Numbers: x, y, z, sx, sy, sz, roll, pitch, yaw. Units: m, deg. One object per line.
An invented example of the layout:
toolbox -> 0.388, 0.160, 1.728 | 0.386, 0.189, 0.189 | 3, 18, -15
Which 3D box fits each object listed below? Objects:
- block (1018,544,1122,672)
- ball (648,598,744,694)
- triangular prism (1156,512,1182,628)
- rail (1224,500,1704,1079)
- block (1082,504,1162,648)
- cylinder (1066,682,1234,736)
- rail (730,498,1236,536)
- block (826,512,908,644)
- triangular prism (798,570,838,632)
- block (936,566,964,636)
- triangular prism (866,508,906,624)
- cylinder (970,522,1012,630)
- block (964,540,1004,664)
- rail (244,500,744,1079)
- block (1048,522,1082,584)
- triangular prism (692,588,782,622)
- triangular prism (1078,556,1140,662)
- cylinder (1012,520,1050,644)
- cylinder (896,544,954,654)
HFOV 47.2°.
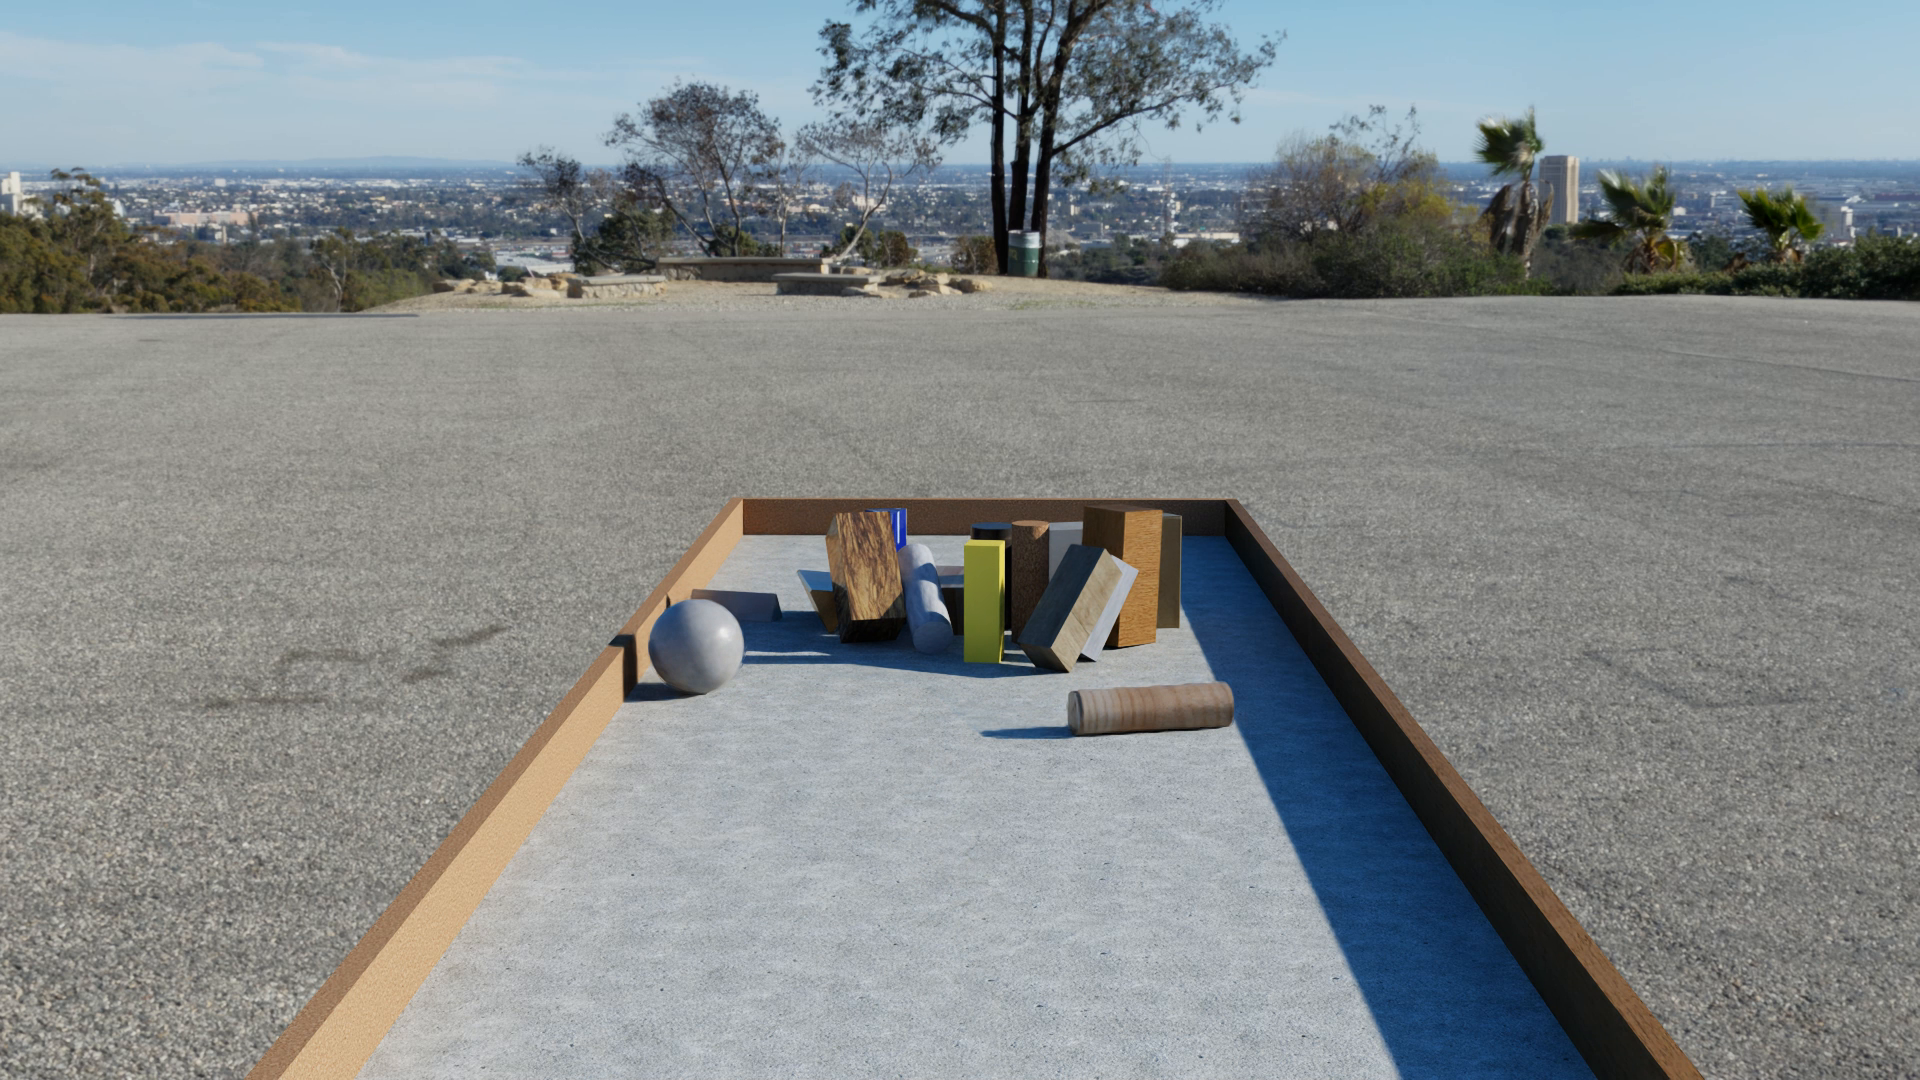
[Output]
block -> 0.331, 0.203, 6.597 | 0.129, 0.371, 0.129 | 8, -33, 40
ball -> -0.749, 0.301, 6.249 | 0.270, 0.270, 0.270 | 0, 9, 0
triangular prism -> 0.646, 0.097, 7.215 | 0.134, 0.370, 0.116 | -1, 9, -7
rail -> 1.046, 0.843, 3.208 | 0.050, 0.150, 12.000 | 0, 9, 1
block -> 0.504, 0.109, 6.939 | 0.176, 0.422, 0.176 | -4, 9, -44
cylinder -> 0.505, 0.446, 5.825 | 0.426, 0.117, 0.117 | -2, 9, -14
rail -> 0.099, -0.098, 9.147 | 2.100, 0.150, 0.050 | 0, 9, 1
block -> -0.300, 0.117, 6.972 | 0.178, 0.371, 0.178 | -3, -26, -16
triangular prism -> -0.462, 0.171, 7.277 | 0.135, 0.156, 0.388 | 35, 1, -14
block -> -0.040, 0.196, 7.278 | 0.154, 0.154, 0.418 | 1, 9, 6
triangular prism -> -0.221, 0.091, 7.210 | 0.116, 0.382, 0.134 | -8, 12, -42
cylinder -> 0.109, 0.118, 7.204 | 0.150, 0.332, 0.150 | 0, 9, 0
block -> 0.074, 0.186, 6.691 | 0.108, 0.359, 0.108 | 1, 9, 9
rail -> -1.004, 0.839, 3.234 | 0.050, 0.150, 12.000 | 0, 9, 1
block -> 0.348, 0.117, 7.215 | 0.159, 0.330, 0.159 | -2, 9, -14
triangular prism -> -0.755, 0.215, 7.354 | 0.301, 0.089, 0.103 | 3, 9, 17
triangular prism -> 0.425, 0.214, 6.745 | 0.103, 0.319, 0.089 | 30, -17, -12
cylinder -> 0.222, 0.134, 6.954 | 0.119, 0.378, 0.119 | 0, 9, 0
cylinder -> -0.116, 0.181, 6.918 | 0.127, 0.127, 0.411 | -2, 36, -11
